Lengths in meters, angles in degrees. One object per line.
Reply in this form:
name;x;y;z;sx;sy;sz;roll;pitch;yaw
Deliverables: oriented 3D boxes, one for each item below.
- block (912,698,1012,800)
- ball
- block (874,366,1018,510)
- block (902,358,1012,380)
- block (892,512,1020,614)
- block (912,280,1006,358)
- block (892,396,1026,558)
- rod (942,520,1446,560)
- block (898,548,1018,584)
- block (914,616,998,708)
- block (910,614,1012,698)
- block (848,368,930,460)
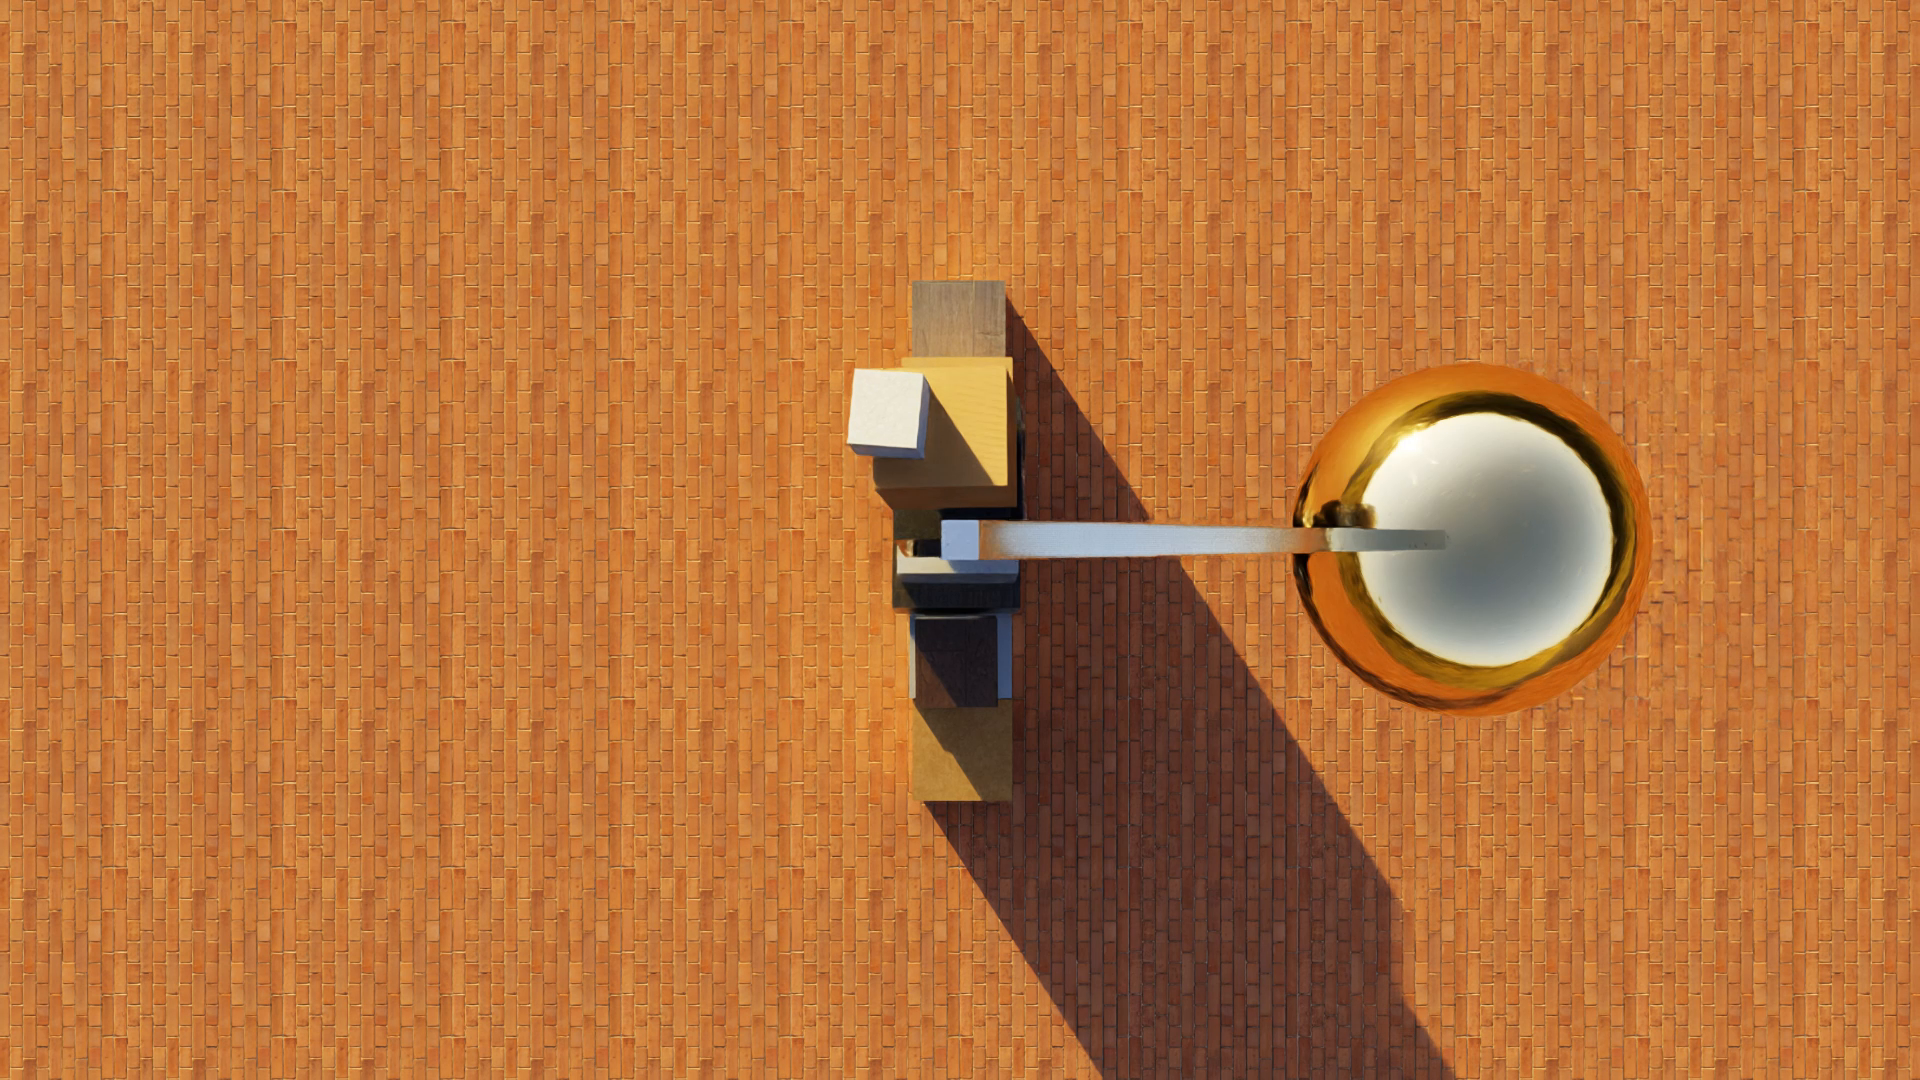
block;0.015;1.186;12.705;0.564;0.590;0.572;0;90;0
ball;2.295;0.000;9.932;1.600;1.600;1.600;0;90;0
block;-0.055;-0.420;9.193;0.542;0.539;0.495;-1;81;6
block;-0.015;-0.631;12.100;0.596;0.668;0.621;0;83;0
block;-0.019;0.044;11.989;0.677;0.784;0.686;0;86;0
block;-0.007;-1.175;12.735;0.530;0.529;0.593;0;90;0
block;0.004;-0.282;10.140;0.579;0.636;0.636;-1;82;3
rod;0.994;0.000;6.790;0.080;5.200;0.080;0;90;22
block;-0.009;-0.111;11.243;0.599;0.723;0.618;0;85;0
block;-0.019;0.670;12.154;0.448;0.420;0.479;0;90;0
block;0.003;0.597;12.682;0.574;0.637;0.584;0;90;0
block;-0.283;-0.503;8.825;0.275;0.254;0.302;4;82;6
